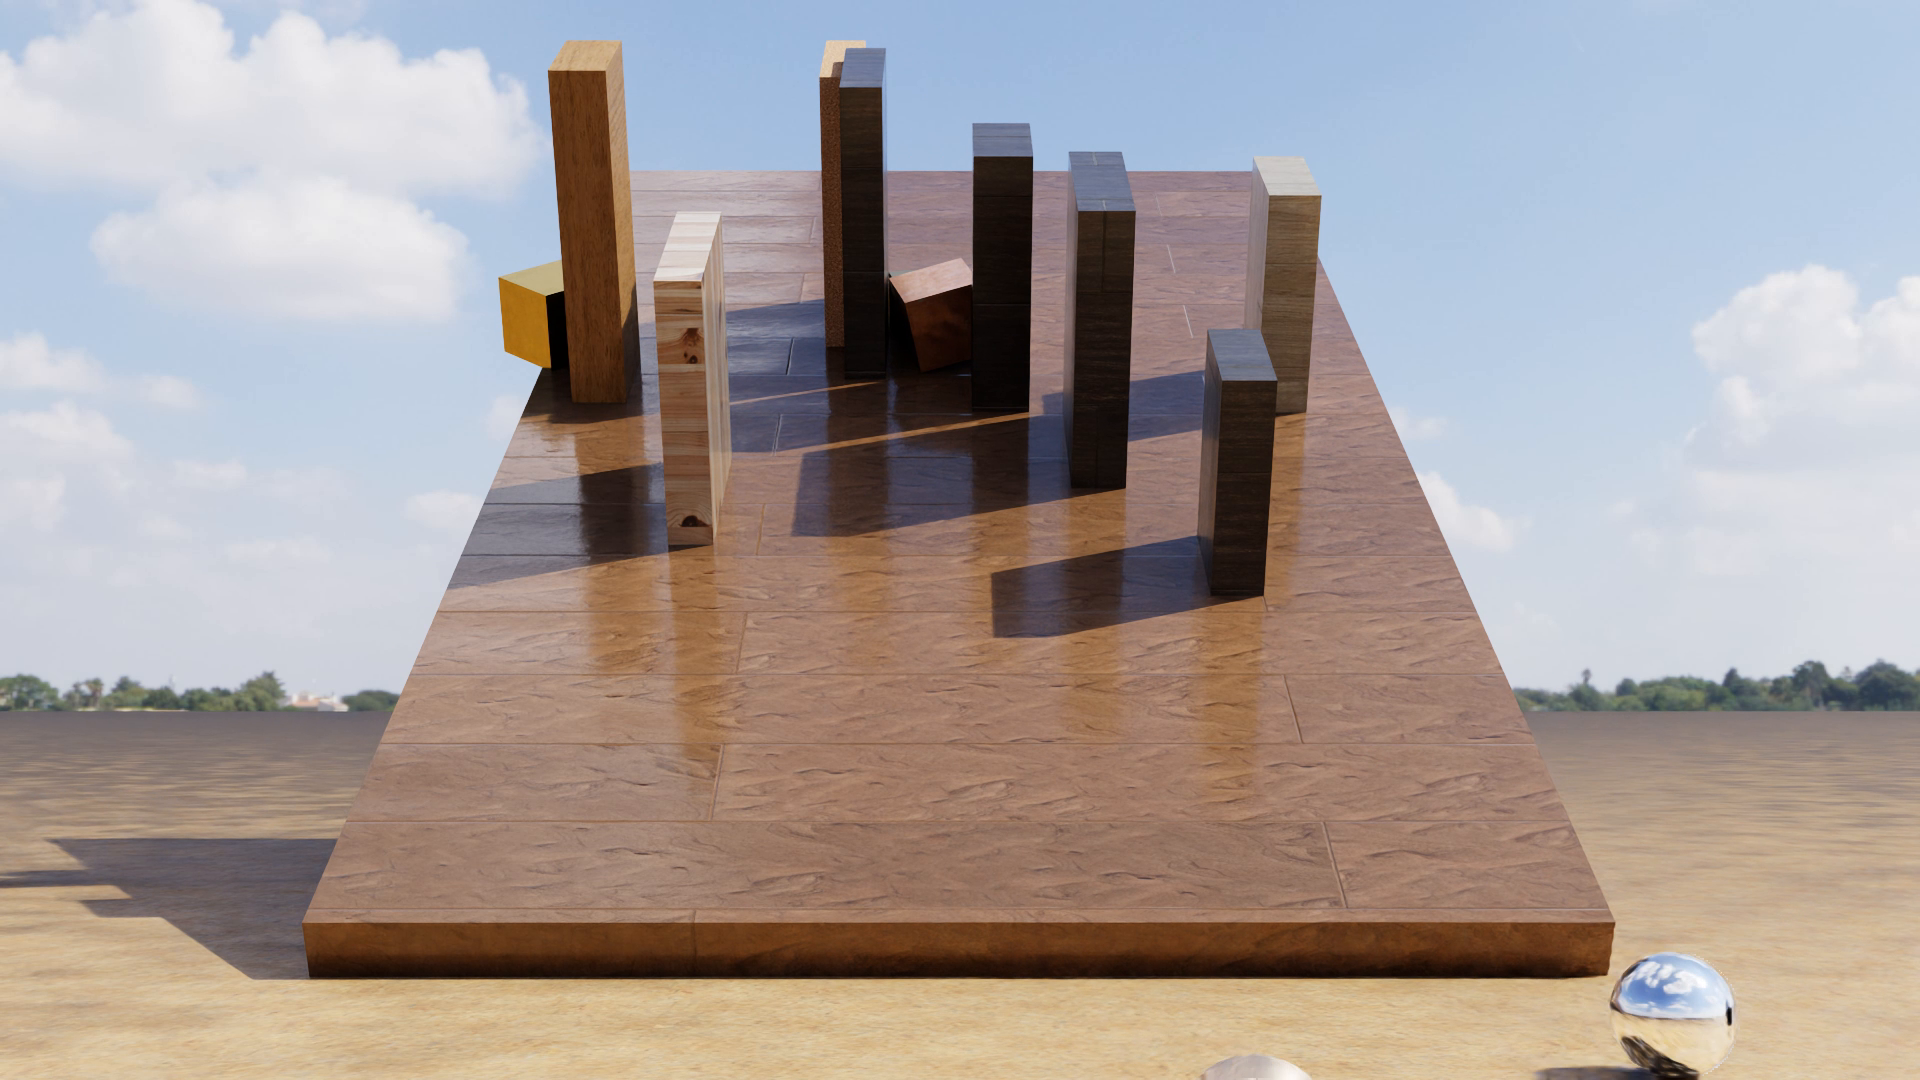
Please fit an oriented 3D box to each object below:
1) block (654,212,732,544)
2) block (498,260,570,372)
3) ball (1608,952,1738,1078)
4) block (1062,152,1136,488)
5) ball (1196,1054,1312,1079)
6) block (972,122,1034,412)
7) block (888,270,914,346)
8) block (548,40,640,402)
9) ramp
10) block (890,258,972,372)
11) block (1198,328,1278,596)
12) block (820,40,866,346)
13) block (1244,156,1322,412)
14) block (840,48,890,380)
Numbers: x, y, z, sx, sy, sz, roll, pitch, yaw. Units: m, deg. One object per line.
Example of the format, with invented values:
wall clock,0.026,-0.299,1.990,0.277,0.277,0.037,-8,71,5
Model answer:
block,-0.548,-0.341,4.857,0.093,0.565,0.444,0,25,0
block,-0.984,-0.551,5.733,0.192,0.192,0.192,23,34,39
ball,0.803,0.535,2.643,0.139,0.139,0.139,0,-4,0
block,0.297,-0.483,5.099,0.117,0.618,0.433,0,25,0
ball,0.242,0.487,1.919,0.131,0.131,0.131,0,-4,0
block,0.094,-0.629,5.420,0.132,0.607,0.275,0,25,0
block,-0.092,-0.582,5.858,0.146,0.146,0.146,-5,26,-11
block,-0.841,-0.734,5.430,0.127,0.783,0.278,0,25,0
ramp,-0.009,-0.229,5.401,2.000,0.100,4.000,0,25,0
block,-0.045,-0.547,5.697,0.185,0.185,0.185,-17,28,-7
block,0.540,-0.154,4.603,0.104,0.450,0.277,0,25,0
block,-0.284,-0.862,5.829,0.097,0.675,0.365,0,25,0
block,0.743,-0.596,5.457,0.116,0.519,0.309,0,25,0
block,-0.226,-0.784,5.628,0.097,0.708,0.374,0,25,0
